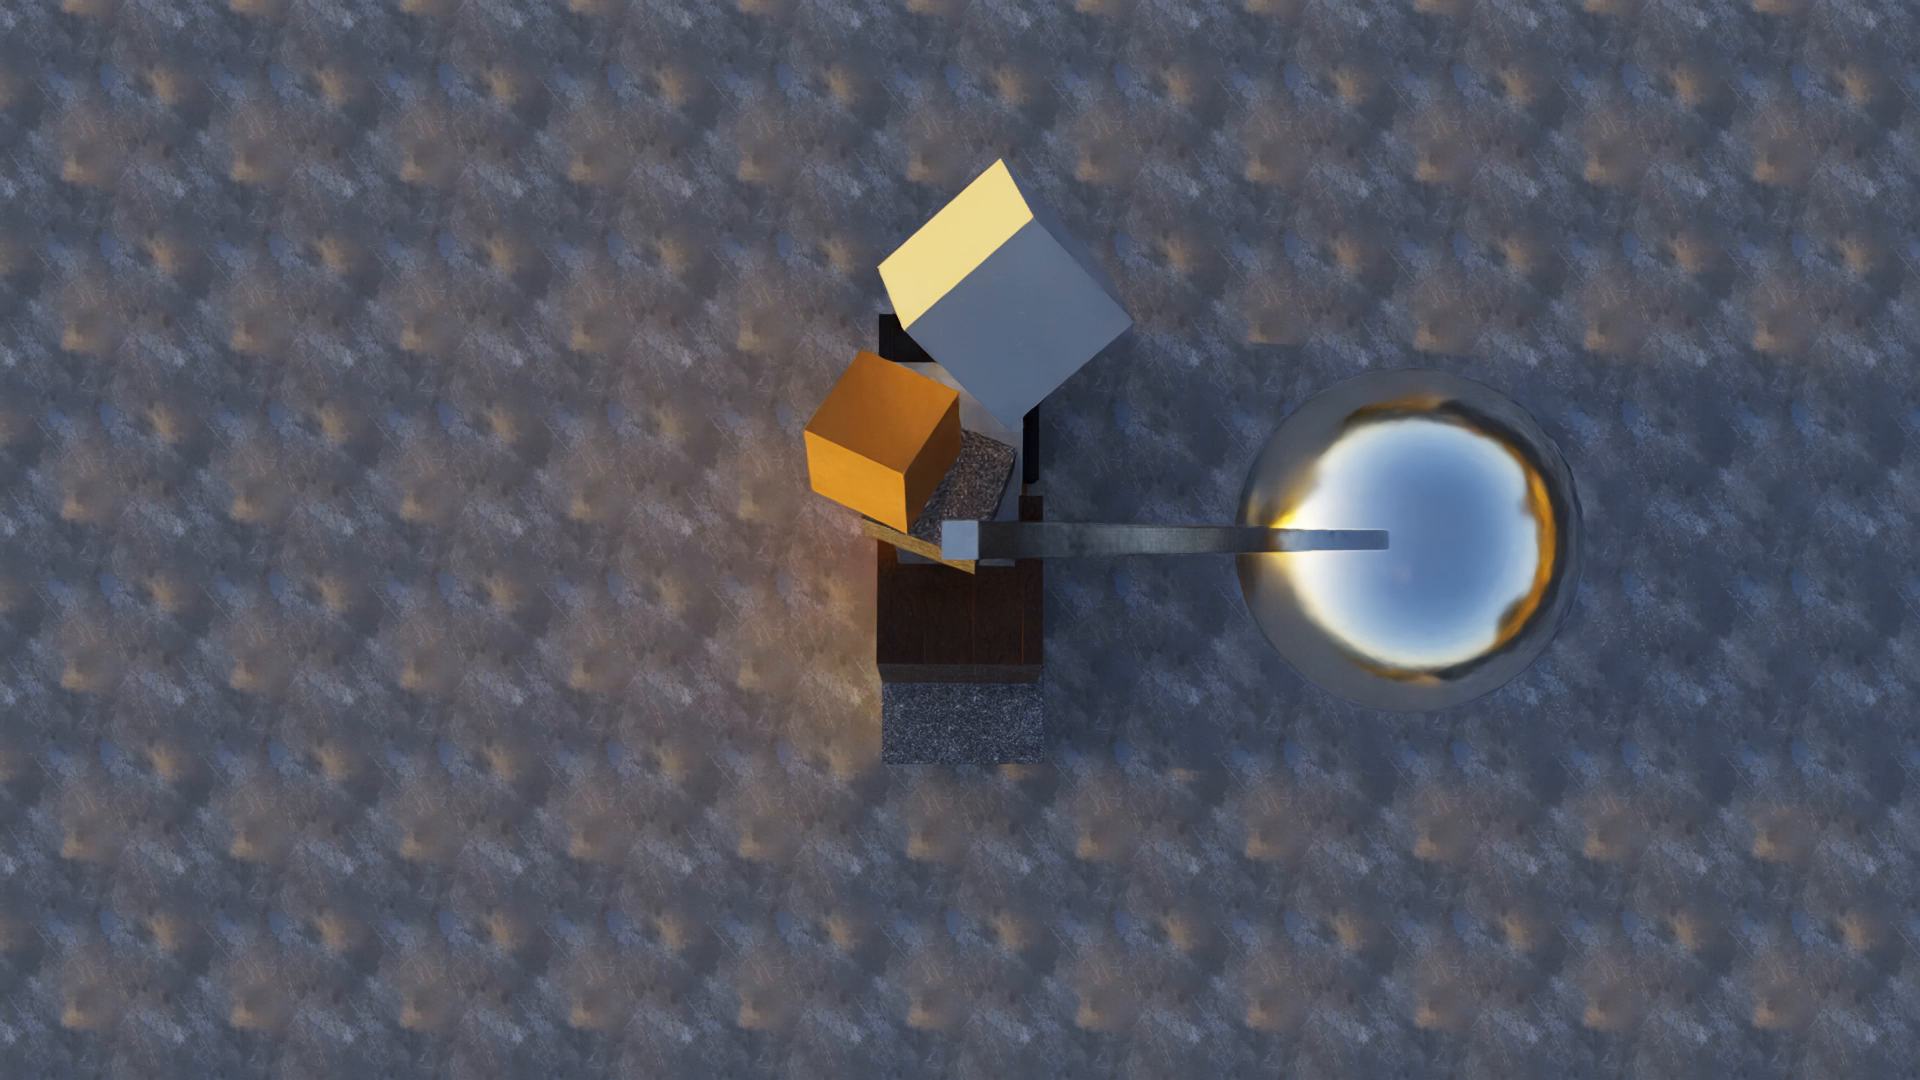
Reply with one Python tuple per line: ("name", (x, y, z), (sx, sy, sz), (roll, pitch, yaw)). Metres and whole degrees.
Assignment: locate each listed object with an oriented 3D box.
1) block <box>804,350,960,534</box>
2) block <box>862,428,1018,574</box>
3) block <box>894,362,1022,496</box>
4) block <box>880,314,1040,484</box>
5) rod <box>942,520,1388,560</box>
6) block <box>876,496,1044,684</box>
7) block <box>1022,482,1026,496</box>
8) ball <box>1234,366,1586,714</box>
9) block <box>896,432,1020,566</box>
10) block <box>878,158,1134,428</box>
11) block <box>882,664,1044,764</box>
("block", (-0.340, -0.445, 9.938), (0.501, 0.483, 0.504), (25, 62, 15))
("block", (-0.096, -0.228, 10.499), (0.567, 0.517, 0.563), (20, 82, 3))
("block", (-0.012, -0.576, 11.763), (0.671, 0.717, 0.695), (0, 90, 0))
("block", (-0.004, -0.790, 12.561), (0.879, 0.878, 0.914), (0, 90, 0))
("rod", (0.899, 0.000, 7.008), (0.080, 5.200, 0.080), (0, 90, 20))
("block", (0.001, 0.280, 11.773), (0.853, 0.940, 0.880), (0, 80, 0))
("block", (0.014, 0.042, 12.709), (0.727, 0.581, 0.729), (0, 90, 0))
("ball", (2.074, 0.000, 10.198), (1.600, 1.600, 1.600), (0, 90, 0))
("block", (-0.011, -0.203, 11.063), (0.595, 0.606, 0.582), (1, 82, 0))
("block", (0.195, -1.085, 9.713), (0.733, 0.610, 0.717), (-40, 123, 13))
("block", (0.017, 0.832, 12.613), (0.900, 0.773, 0.830), (0, 90, 0))
